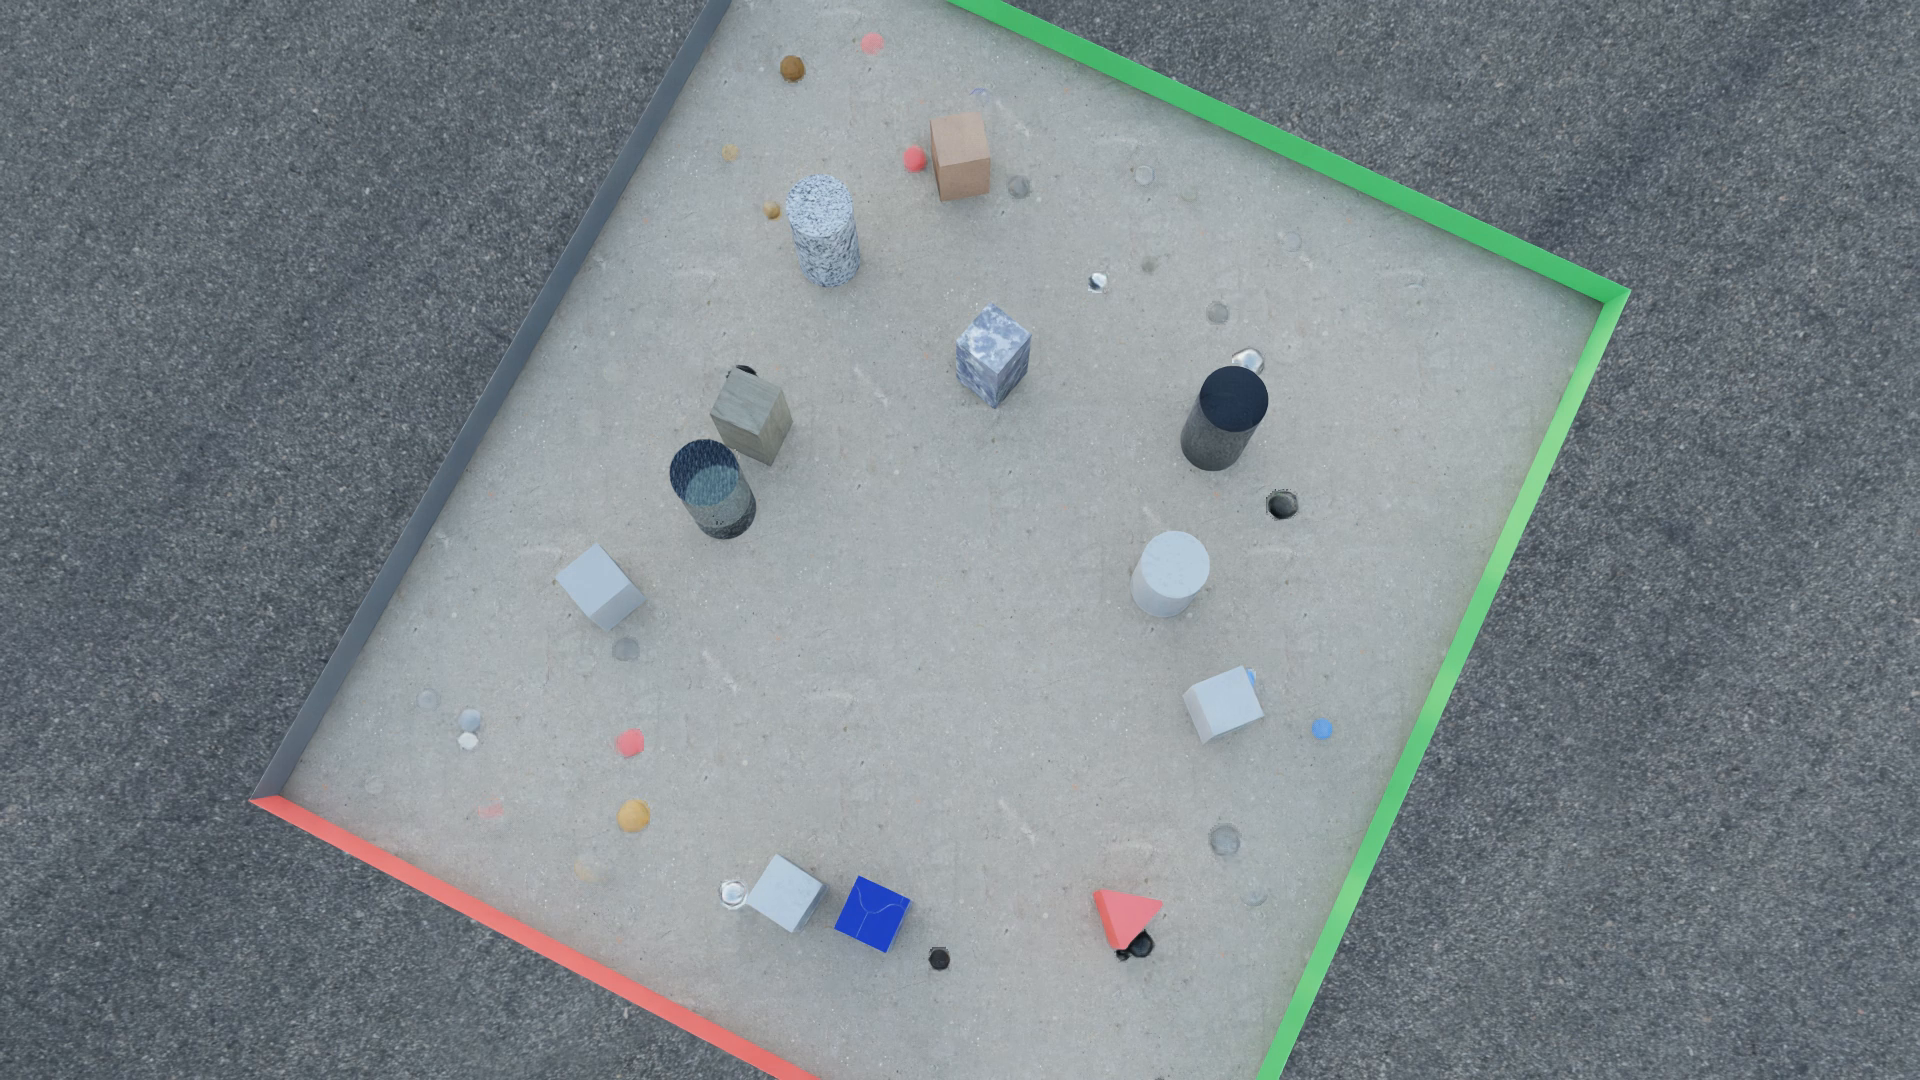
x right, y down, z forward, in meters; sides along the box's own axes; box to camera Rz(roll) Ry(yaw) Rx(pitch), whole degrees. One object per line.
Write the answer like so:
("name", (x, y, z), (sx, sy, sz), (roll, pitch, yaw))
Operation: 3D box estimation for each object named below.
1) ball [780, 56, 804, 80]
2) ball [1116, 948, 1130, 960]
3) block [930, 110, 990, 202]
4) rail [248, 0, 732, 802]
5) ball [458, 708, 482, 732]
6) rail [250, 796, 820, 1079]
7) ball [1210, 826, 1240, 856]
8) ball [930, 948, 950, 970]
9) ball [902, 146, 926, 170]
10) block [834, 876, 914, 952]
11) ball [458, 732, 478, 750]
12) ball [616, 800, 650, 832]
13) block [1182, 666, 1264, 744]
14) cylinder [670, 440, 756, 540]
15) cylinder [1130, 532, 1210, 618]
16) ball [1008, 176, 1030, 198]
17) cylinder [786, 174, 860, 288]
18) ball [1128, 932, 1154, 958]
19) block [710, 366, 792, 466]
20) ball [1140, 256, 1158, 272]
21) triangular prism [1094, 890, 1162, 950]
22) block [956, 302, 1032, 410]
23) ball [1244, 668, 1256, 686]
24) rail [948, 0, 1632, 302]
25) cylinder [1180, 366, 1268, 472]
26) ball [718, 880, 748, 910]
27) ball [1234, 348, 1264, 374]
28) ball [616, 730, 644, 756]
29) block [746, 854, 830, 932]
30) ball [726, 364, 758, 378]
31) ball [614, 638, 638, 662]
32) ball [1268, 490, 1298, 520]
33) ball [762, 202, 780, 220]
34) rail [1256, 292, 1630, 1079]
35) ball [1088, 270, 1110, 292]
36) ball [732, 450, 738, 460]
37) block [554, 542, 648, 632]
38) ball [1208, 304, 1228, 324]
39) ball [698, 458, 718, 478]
("ball", (-0.539, -1.517, 5.890), (0.080, 0.080, 0.080), (0, 78, 0))
("ball", (0.476, 1.207, 5.346), (0.041, 0.041, 0.041), (0, 78, 0))
("block", (0.000, -1.196, 5.721), (0.157, 0.279, 0.157), (-11, 79, -2))
("rail", (-1.322, -0.641, 5.683), (0.045, 0.128, 3.248), (26, 80, 5))
("ball", (-1.462, 0.537, 5.470), (0.069, 0.069, 0.069), (0, 78, 0))
("rail", (-0.716, 1.408, 5.259), (3.004, 0.128, 0.045), (26, 80, 5))
("ball", (0.781, 0.885, 5.388), (0.088, 0.088, 0.088), (0, 78, 0))
("ball", (-0.060, 1.221, 5.333), (0.061, 0.061, 0.061), (0, 78, 0))
("ball", (-0.145, -1.213, 5.828), (0.078, 0.078, 0.078), (0, 78, 0))
("block", (-0.240, 1.062, 5.201), (0.157, 0.383, 0.157), (24, 79, 5))
("ball", (-1.467, 0.598, 5.465), (0.054, 0.054, 0.054), (0, 78, 0))
("ball", (-0.963, 0.815, 5.400), (0.094, 0.094, 0.094), (0, 78, 0))
("block", (0.771, 0.486, 5.388), (0.157, 0.251, 0.157), (-21, 79, -4))
("cylinder", (-0.724, -0.144, 5.412), (0.196, 0.460, 0.196), (0, 78, 0))
("cylinder", (0.618, 0.105, 5.419), (0.196, 0.344, 0.196), (0, 78, 0))
("ball", (0.188, -1.121, 5.812), (0.072, 0.072, 0.072), (0, 78, 0))
("cylinder", (-0.413, -0.937, 5.588), (0.196, 0.435, 0.196), (0, 78, 0))
("ball", (0.526, 1.178, 5.334), (0.076, 0.076, 0.076), (0, 78, 0))
("block", (-0.622, -0.367, 5.502), (0.157, 0.373, 0.157), (24, 79, 5))
("ball", (0.595, -0.868, 5.769), (0.054, 0.054, 0.054), (0, 78, 0))
("triangular prism", (0.449, 1.051, 5.225), (0.147, 0.341, 0.170), (41, 81, 8))
("block", (0.099, -0.552, 5.535), (0.157, 0.383, 0.157), (39, 81, 7))
("ball", (0.854, 0.417, 5.495), (0.062, 0.062, 0.062), (0, 78, 0))
("rail", (0.716, -1.395, 5.839), (3.004, 0.128, 0.045), (26, 80, 5))
("cylinder", (0.781, -0.355, 5.451), (0.196, 0.468, 0.196), (0, 78, 0))
("ball", (-0.662, 1.036, 5.358), (0.086, 0.086, 0.086), (0, 78, 0))
("ball", (0.897, -0.549, 5.681), (0.096, 0.096, 0.096), (0, 78, 0))
("ball", (-0.983, 0.604, 5.451), (0.080, 0.080, 0.080), (0, 78, 0))
("block", (-0.492, 1.015, 5.256), (0.157, 0.294, 0.157), (32, 80, 6))
("ball", (-0.672, -0.492, 5.662), (0.098, 0.098, 0.098), (0, 78, 0))
("ball", (-1.003, 0.331, 5.511), (0.074, 0.074, 0.074), (0, 78, 0))
("ball", (0.987, -0.106, 5.592), (0.090, 0.090, 0.090), (0, 78, 0))
("ball", (-0.596, -1.044, 5.804), (0.057, 0.057, 0.057), (0, 78, 0))
("rail", (1.322, 0.654, 5.415), (0.045, 0.128, 3.248), (26, 80, 5))
("ball", (0.435, -0.812, 5.751), (0.065, 0.065, 0.065), (0, 78, 0))
("ball", (-0.715, -0.250, 5.637), (0.061, 0.061, 0.061), (0, 78, 0))
("block", (-1.063, 0.144, 5.442), (0.157, 0.284, 0.157), (-40, 81, -8))
("ball", (0.808, -0.707, 5.730), (0.064, 0.064, 0.064), (0, 78, 0))
("ball", (-0.773, -0.222, 5.626), (0.062, 0.062, 0.062), (0, 78, 0))
